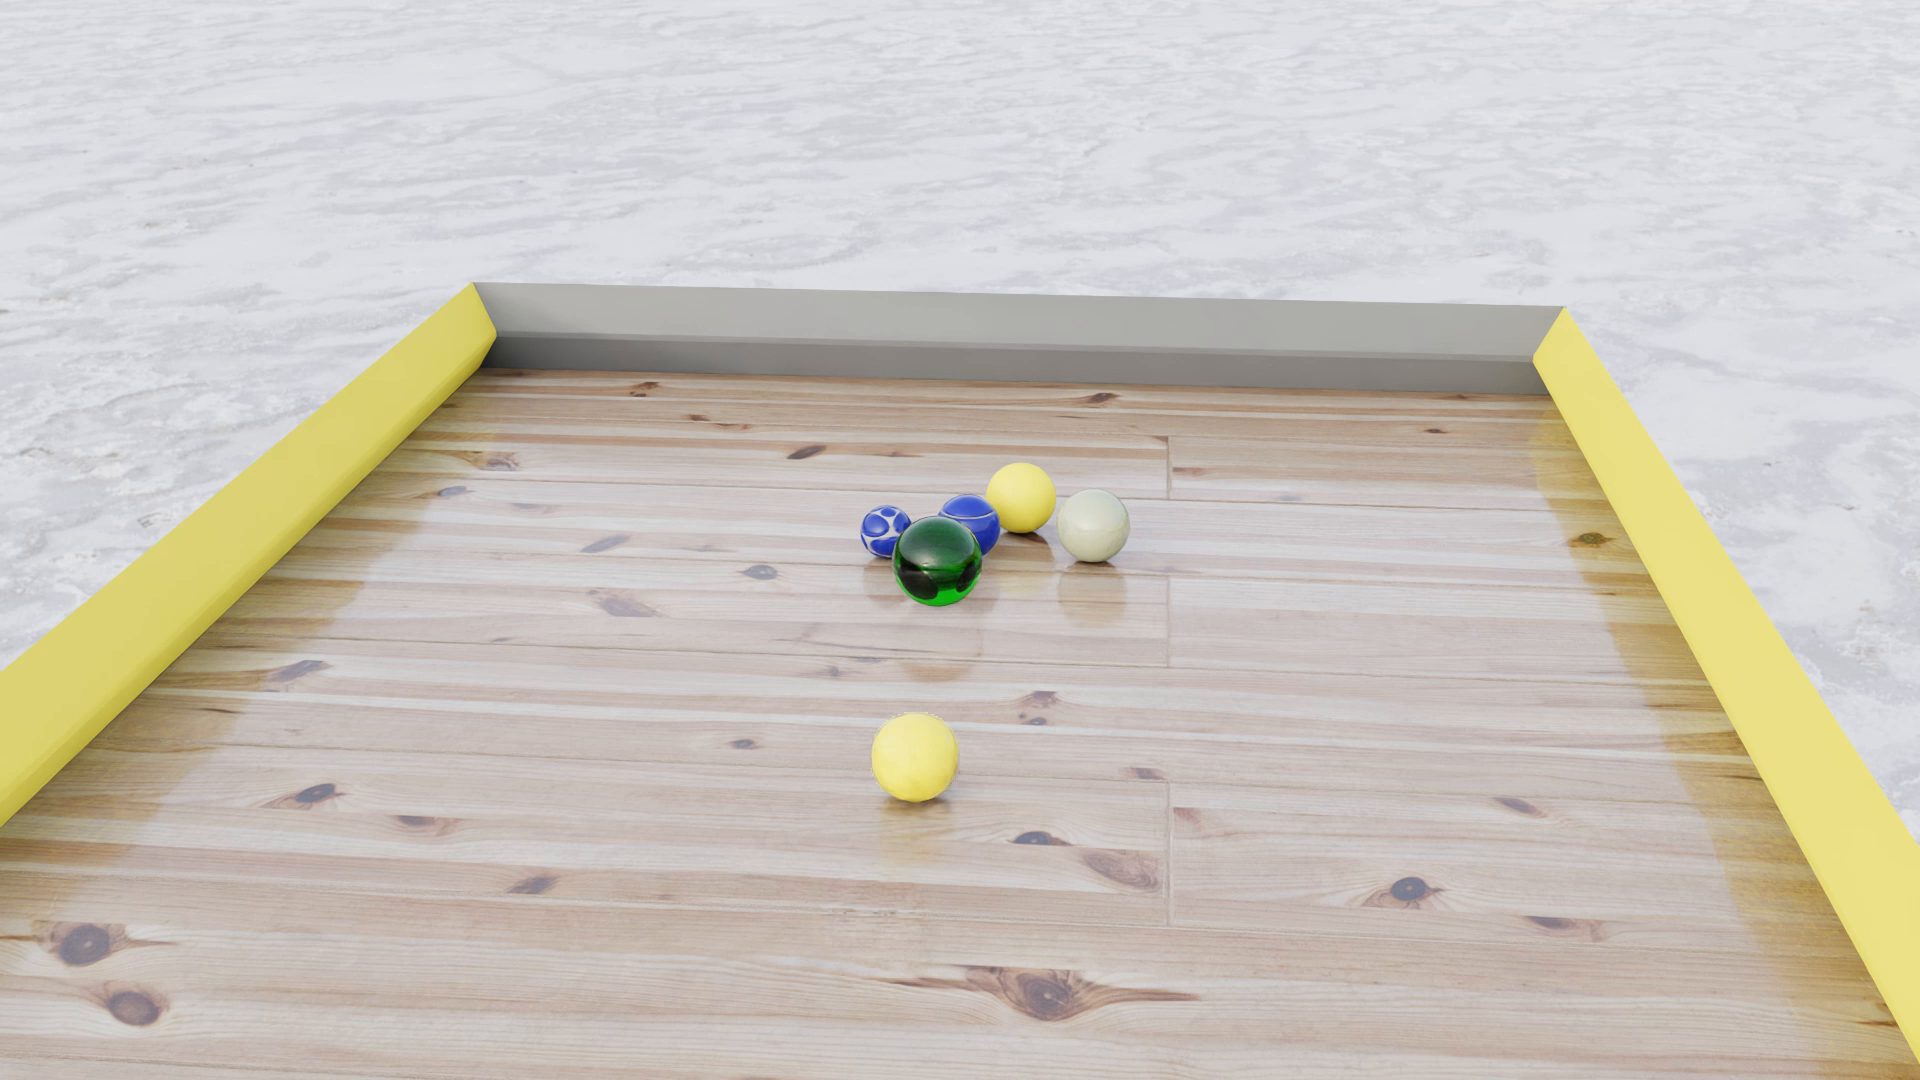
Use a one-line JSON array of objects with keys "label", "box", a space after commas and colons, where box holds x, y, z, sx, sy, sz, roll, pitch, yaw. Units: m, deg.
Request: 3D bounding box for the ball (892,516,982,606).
[{"label": "ball", "box": [-0.024, 0.022, 2.338, 0.097, 0.097, 0.097, 0, 21, 0]}]

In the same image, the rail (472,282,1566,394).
[{"label": "rail", "box": [0.064, -0.278, 3.085, 1.539, 0.126, 0.045, 2, 21, 5]}]

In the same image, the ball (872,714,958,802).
[{"label": "ball", "box": [-0.039, 0.190, 1.925, 0.077, 0.077, 0.077, 0, 21, 0]}]

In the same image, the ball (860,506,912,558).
[{"label": "ball", "box": [-0.083, -0.009, 2.474, 0.060, 0.060, 0.060, 0, 21, 0]}]

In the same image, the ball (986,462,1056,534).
[{"label": "ball", "box": [0.071, -0.049, 2.546, 0.082, 0.082, 0.082, 0, 21, 0]}]

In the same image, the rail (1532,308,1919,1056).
[{"label": "rail", "box": [0.677, 0.264, 1.658, 0.045, 0.126, 2.980, 2, 21, 5]}]

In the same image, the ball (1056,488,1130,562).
[{"label": "ball", "box": [0.149, -0.016, 2.460, 0.083, 0.083, 0.083, 0, 21, 0]}]

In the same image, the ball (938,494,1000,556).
[{"label": "ball", "box": [0.009, -0.015, 2.469, 0.074, 0.074, 0.074, 0, 21, 0]}]

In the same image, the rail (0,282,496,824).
[{"label": "rail", "box": [-0.809, 0.217, 1.782, 0.045, 0.126, 2.980, 2, 21, 5]}]
